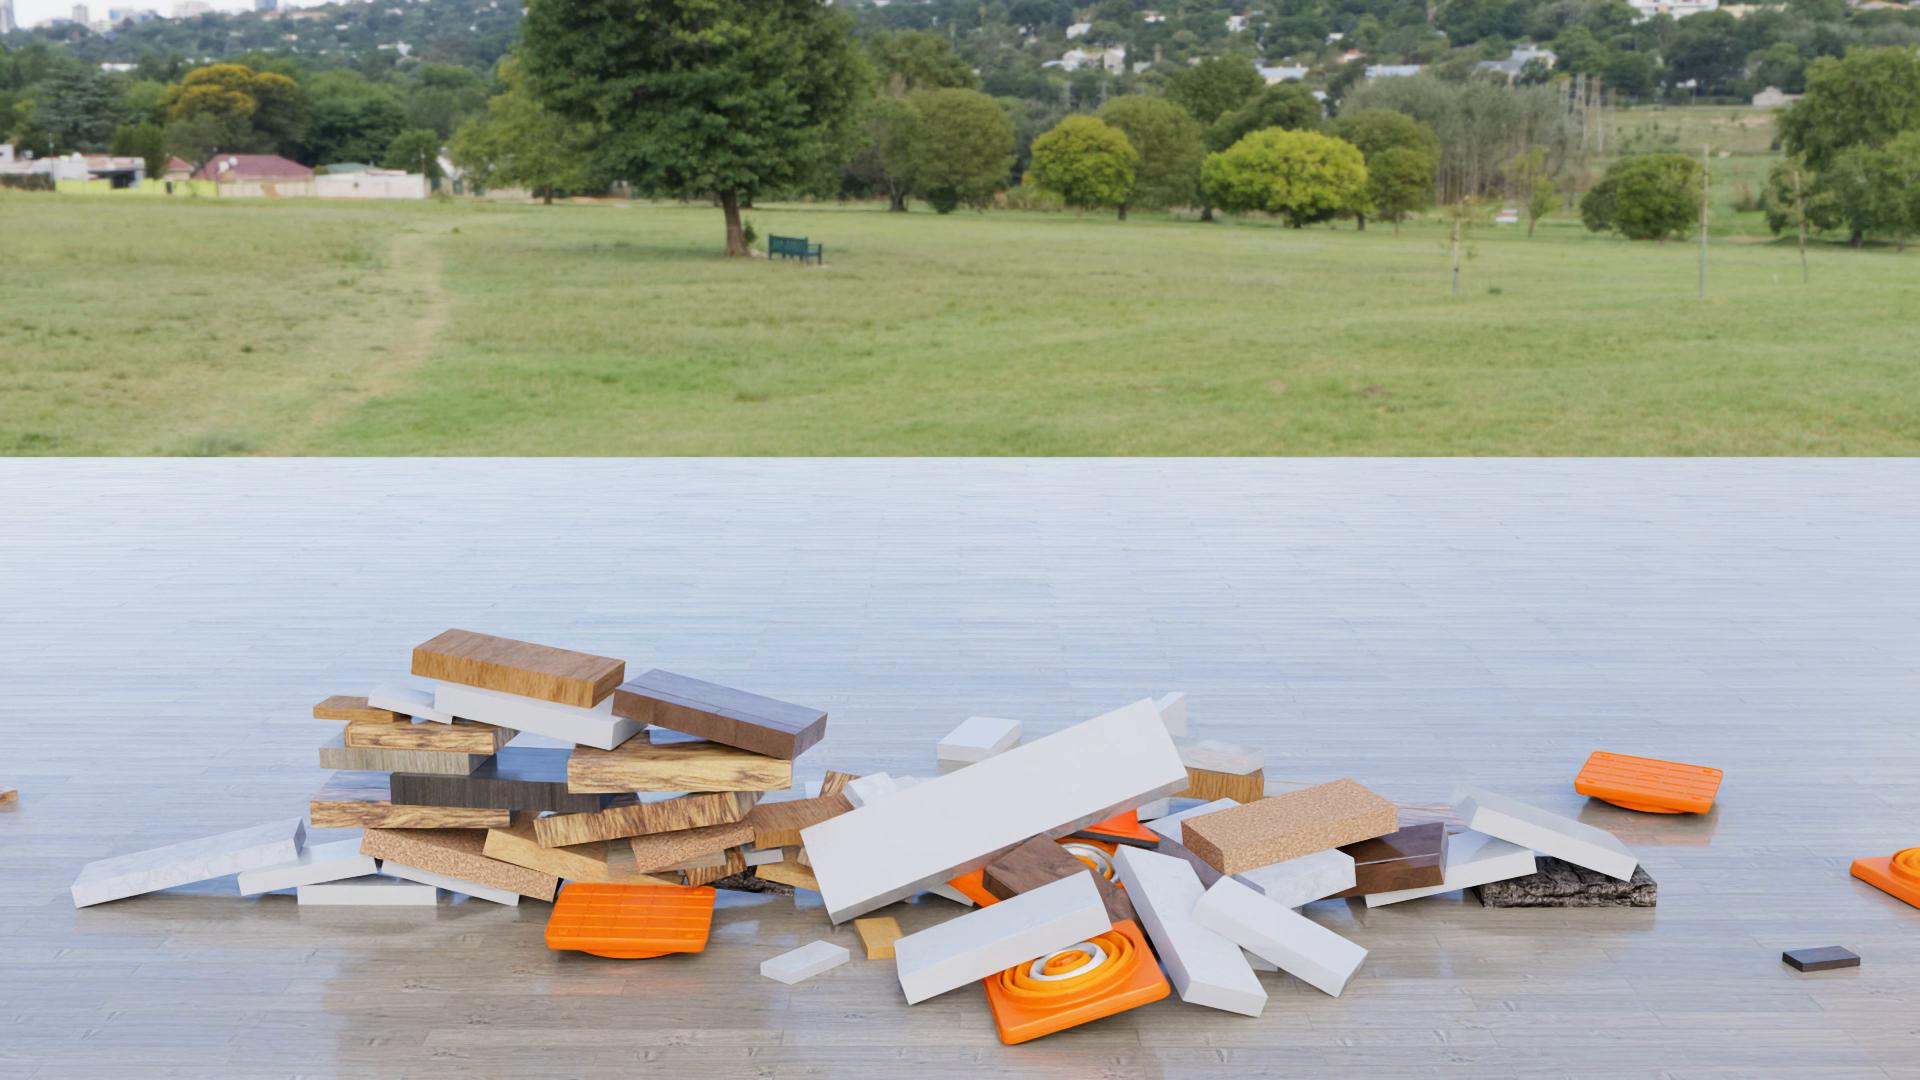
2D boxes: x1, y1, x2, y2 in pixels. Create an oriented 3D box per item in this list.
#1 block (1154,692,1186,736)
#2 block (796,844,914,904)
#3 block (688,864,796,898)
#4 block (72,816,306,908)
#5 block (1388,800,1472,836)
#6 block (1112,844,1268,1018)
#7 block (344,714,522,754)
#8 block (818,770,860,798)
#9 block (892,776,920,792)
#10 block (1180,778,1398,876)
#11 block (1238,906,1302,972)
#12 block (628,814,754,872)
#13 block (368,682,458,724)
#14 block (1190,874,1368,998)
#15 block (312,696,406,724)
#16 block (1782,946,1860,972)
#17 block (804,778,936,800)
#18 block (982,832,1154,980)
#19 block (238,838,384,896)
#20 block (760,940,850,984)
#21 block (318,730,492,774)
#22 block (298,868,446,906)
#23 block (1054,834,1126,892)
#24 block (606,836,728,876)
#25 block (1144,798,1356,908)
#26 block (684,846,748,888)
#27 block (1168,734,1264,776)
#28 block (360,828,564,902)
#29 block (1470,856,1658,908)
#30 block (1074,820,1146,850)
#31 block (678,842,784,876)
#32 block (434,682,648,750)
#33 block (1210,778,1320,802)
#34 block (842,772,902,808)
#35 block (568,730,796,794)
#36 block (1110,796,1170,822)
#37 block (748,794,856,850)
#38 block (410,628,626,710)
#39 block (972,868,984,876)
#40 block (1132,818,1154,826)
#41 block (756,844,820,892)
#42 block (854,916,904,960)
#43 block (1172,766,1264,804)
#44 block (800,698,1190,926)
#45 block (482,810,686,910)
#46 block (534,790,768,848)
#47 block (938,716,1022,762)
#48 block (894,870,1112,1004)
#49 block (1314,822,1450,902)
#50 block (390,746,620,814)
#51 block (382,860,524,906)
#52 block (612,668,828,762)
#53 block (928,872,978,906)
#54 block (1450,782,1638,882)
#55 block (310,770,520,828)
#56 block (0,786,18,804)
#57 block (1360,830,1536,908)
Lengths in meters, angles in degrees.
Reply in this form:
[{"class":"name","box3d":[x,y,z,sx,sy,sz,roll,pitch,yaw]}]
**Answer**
[{"class":"block","box3d":[0.408,0.387,4.456,0.031,0.111,0.222,5,11,24]},{"class":"block","box3d":[-0.170,0.535,3.652,0.203,0.029,0.101,21,16,-7]},{"class":"block","box3d":[-0.363,0.550,3.671,0.175,0.025,0.087,8,28,-9]},{"class":"block","box3d":[-1.286,0.538,3.680,0.359,0.036,0.126,-12,12,-8]},{"class":"block","box3d":[0.767,0.516,3.935,0.345,0.049,0.172,1,11,7]},{"class":"block","box3d":[0.340,0.583,3.318,0.123,0.035,0.403,16,17,-17]},{"class":"block","box3d":[-0.860,0.309,3.593,0.252,0.036,0.126,2,12,9]},{"class":"block","box3d":[-0.228,0.479,4.037,0.063,0.018,0.127,9,40,6]},{"class":"block","box3d":[-0.077,0.496,3.967,0.117,0.033,0.233,-12,24,-32]},{"class":"block","box3d":[0.541,0.470,3.616,0.315,0.045,0.158,-12,15,-17]},{"class":"block","box3d":[0.455,0.608,3.469,0.132,0.037,0.265,3,11,16]},{"class":"block","box3d":[-0.436,0.474,3.555,0.191,0.027,0.095,-14,30,-12]},{"class":"block","box3d":[-0.886,0.266,3.590,0.140,0.020,0.070,13,13,2]},{"class":"block","box3d":[0.482,0.595,3.314,0.246,0.035,0.123,26,20,19]},{"class":"block","box3d":[-0.981,0.278,3.611,0.140,0.020,0.070,2,12,11]},{"class":"block","box3d":[1.316,0.640,3.360,0.101,0.014,0.050,-3,11,-15]},{"class":"block","box3d":[-0.090,0.485,4.132,0.398,0.037,0.132,-1,11,-6]},{"class":"block","box3d":[0.175,0.563,3.401,0.132,0.037,0.265,-26,44,-37]},{"class":"block","box3d":[-1.069,0.539,3.659,0.229,0.032,0.114,-10,10,2]},{"class":"block","box3d":[-0.235,0.641,3.343,0.063,0.018,0.127,9,14,40]},{"class":"block","box3d":[-0.904,0.343,3.605,0.252,0.036,0.126,1,12,8]},{"class":"block","box3d":[-0.974,0.573,3.669,0.229,0.032,0.114,0,11,1]},{"class":"block","box3d":[0.192,0.541,3.736,0.233,0.033,0.117,18,19,31]},{"class":"block","box3d":[-0.472,0.498,3.577,0.191,0.027,0.095,-6,29,3]},{"class":"block","box3d":[0.474,0.520,3.642,0.172,0.049,0.362,-14,16,-25]},{"class":"block","box3d":[-0.429,0.489,3.638,0.095,0.027,0.223,-16,30,-14]},{"class":"block","box3d":[0.431,0.395,4.096,0.246,0.035,0.123,7,4,23]},{"class":"block","box3d":[-0.814,0.512,3.655,0.322,0.046,0.161,15,12,-3]},{"class":"block","box3d":[0.999,0.570,3.669,0.283,0.040,0.141,0,11,-1]},{"class":"block","box3d":[0.278,0.535,3.859,0.134,0.038,0.267,-10,15,-44]},{"class":"block","box3d":[-0.380,0.508,3.646,0.175,0.025,0.087,-8,29,0]},{"class":"block","box3d":[-0.678,0.270,3.576,0.309,0.044,0.154,11,12,13]},{"class":"block","box3d":[0.590,0.484,4.156,0.222,0.031,0.111,3,11,15]},{"class":"block","box3d":[-0.099,0.472,3.632,0.087,0.025,0.210,-10,48,-46]},{"class":"block","box3d":[-0.441,0.352,3.522,0.347,0.049,0.174,-1,12,-2]},{"class":"block","box3d":[0.239,0.468,4.055,0.267,0.038,0.134,10,6,43]},{"class":"block","box3d":[-0.258,0.465,3.640,0.203,0.029,0.101,-4,20,-24]},{"class":"block","box3d":[-0.724,0.210,3.617,0.309,0.044,0.154,10,12,9]},{"class":"block","box3d":[-0.040,0.513,3.720,0.233,0.033,0.117,21,1,3]},{"class":"block","box3d":[0.324,0.508,4.058,0.070,0.020,0.140,1,11,8]},{"class":"block","box3d":[-0.248,0.548,3.664,0.175,0.025,0.087,14,23,-2]},{"class":"block","box3d":[-0.124,0.623,3.444,0.063,0.018,0.127,-2,11,-12]},{"class":"block","box3d":[0.385,0.435,4.073,0.345,0.049,0.172,5,4,5]},{"class":"block","box3d":[0.056,0.436,3.561,0.614,0.045,0.158,-20,56,-5]},{"class":"block","box3d":[-0.615,0.519,3.654,0.322,0.046,0.161,17,12,-3]},{"class":"block","box3d":[-0.498,0.427,3.582,0.347,0.049,0.174,-10,10,15]},{"class":"block","box3d":[0.042,0.412,4.544,0.111,0.031,0.222,3,11,18]},{"class":"block","box3d":[0.061,0.588,3.266,0.315,0.045,0.158,-20,10,-1]},{"class":"block","box3d":[0.664,0.532,3.619,0.267,0.038,0.134,-11,20,21]},{"class":"block","box3d":[-0.731,0.388,3.594,0.347,0.049,0.174,1,12,8]},{"class":"block","box3d":[-0.833,0.547,3.662,0.229,0.032,0.114,15,12,-1]},{"class":"block","box3d":[-0.385,0.279,3.538,0.309,0.044,0.154,13,12,14]},{"class":"block","box3d":[-0.072,0.542,3.641,0.203,0.029,0.101,21,9,-8]},{"class":"block","box3d":[0.969,0.484,3.660,0.283,0.040,0.141,19,9,-4]},{"class":"block","box3d":[-0.891,0.428,3.641,0.322,0.046,0.161,0,12,0]},{"class":"block","box3d":[-1.858,0.492,4.144,0.070,0.020,0.140,6,12,29]},{"class":"block","box3d":[0.800,0.541,3.665,0.283,0.040,0.141,-12,11,1]}]
